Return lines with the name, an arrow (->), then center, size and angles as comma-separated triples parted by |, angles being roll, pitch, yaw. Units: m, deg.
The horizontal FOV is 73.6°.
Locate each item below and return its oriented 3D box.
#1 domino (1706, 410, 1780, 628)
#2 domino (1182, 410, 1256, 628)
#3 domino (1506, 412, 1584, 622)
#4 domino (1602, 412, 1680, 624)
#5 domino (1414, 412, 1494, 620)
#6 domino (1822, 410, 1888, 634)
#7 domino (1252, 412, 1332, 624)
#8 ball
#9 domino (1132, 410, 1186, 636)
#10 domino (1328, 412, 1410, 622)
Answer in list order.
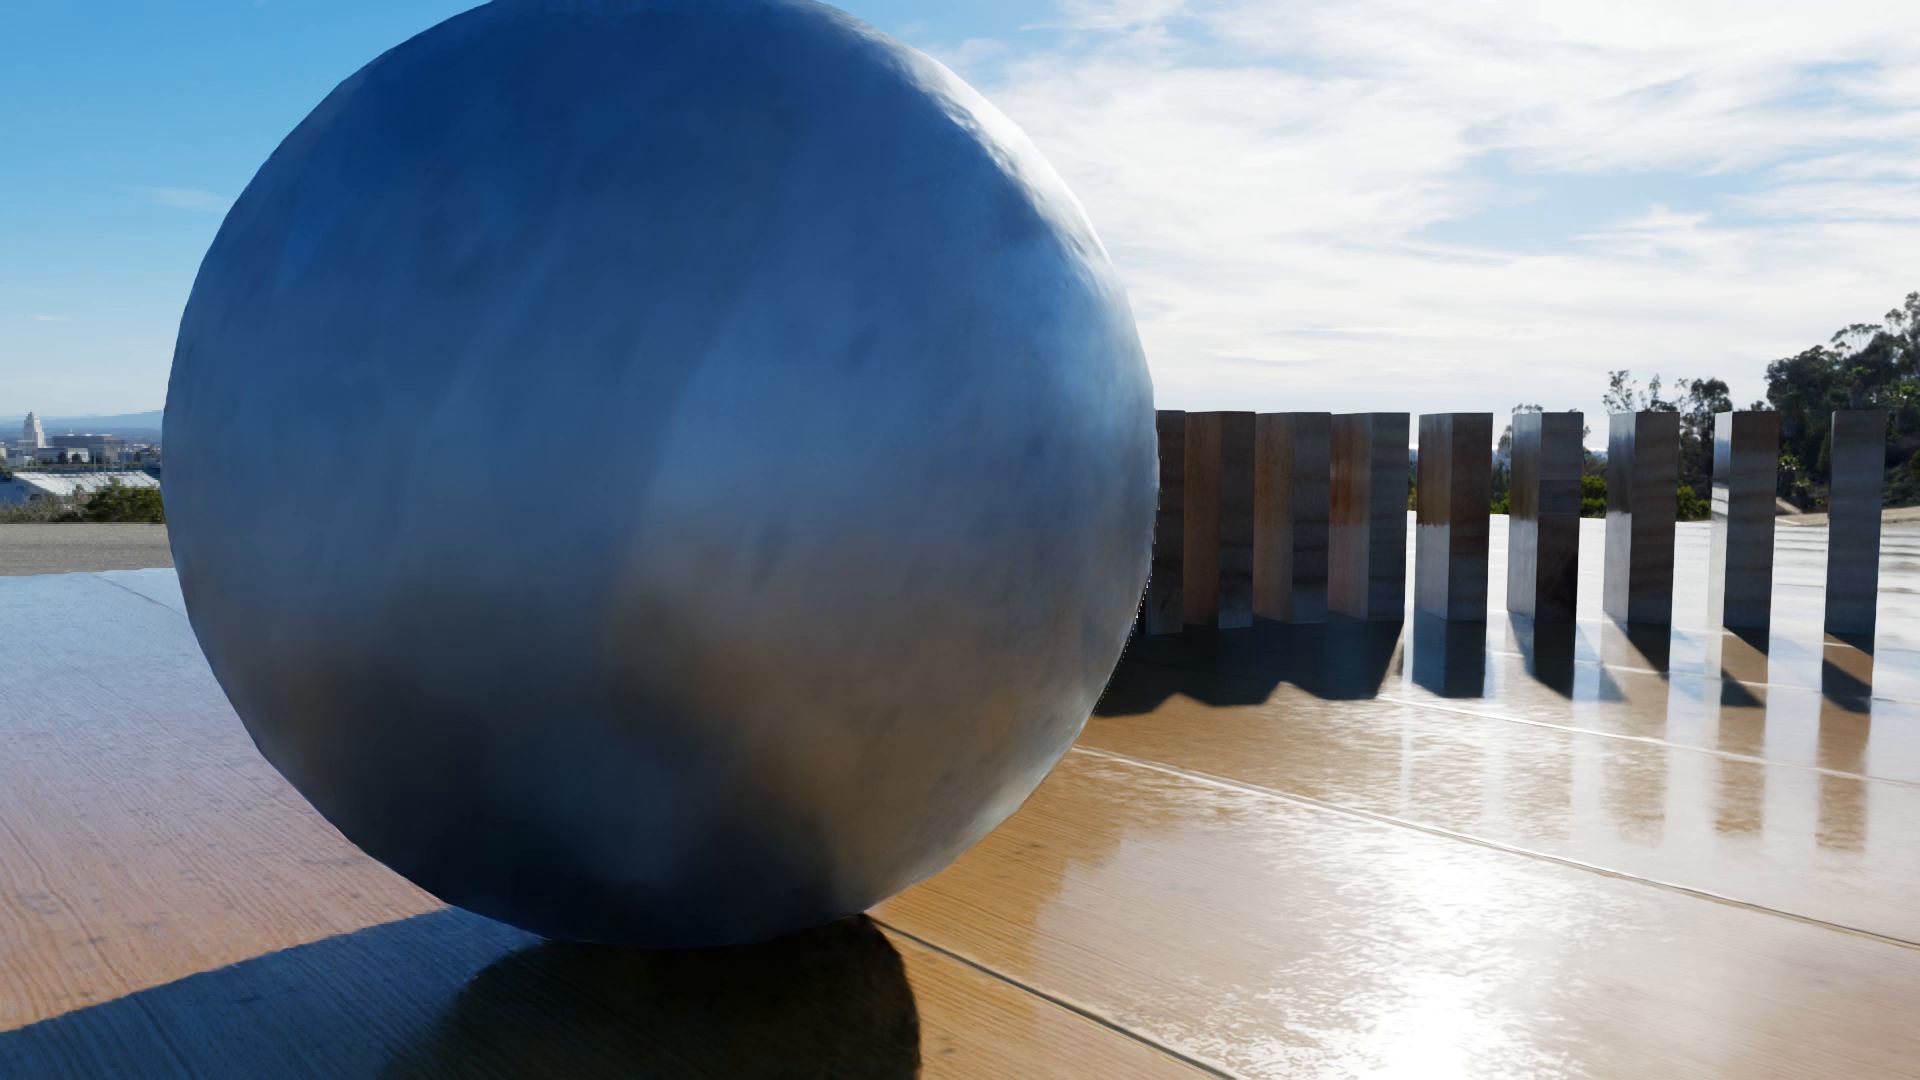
domino -> 0.188, -0.006, 0.308 | 0.010, 0.050, 0.025 | 2, 5, 23
domino -> 0.059, -0.005, 0.307 | 0.010, 0.050, 0.025 | -2, 5, -24
domino -> 0.145, -0.006, 0.319 | 0.010, 0.050, 0.025 | 1, 4, 8
domino -> 0.167, -0.006, 0.314 | 0.009, 0.050, 0.025 | 1, 4, 14
domino -> 0.123, -0.006, 0.321 | 0.009, 0.050, 0.025 | 0, 4, 2
domino -> 0.207, -0.005, 0.297 | 0.010, 0.050, 0.025 | 3, 5, 33
domino -> 0.079, -0.006, 0.315 | 0.010, 0.050, 0.025 | -1, 4, -17
ball -> -0.023, -0.006, 0.112 | 0.080, 0.080, 0.080 | 0, 4, 0
domino -> 0.039, -0.005, 0.296 | 0.009, 0.050, 0.025 | -3, 5, -34
domino -> 0.101, -0.006, 0.319 | 0.009, 0.050, 0.025 | -1, 4, -8
